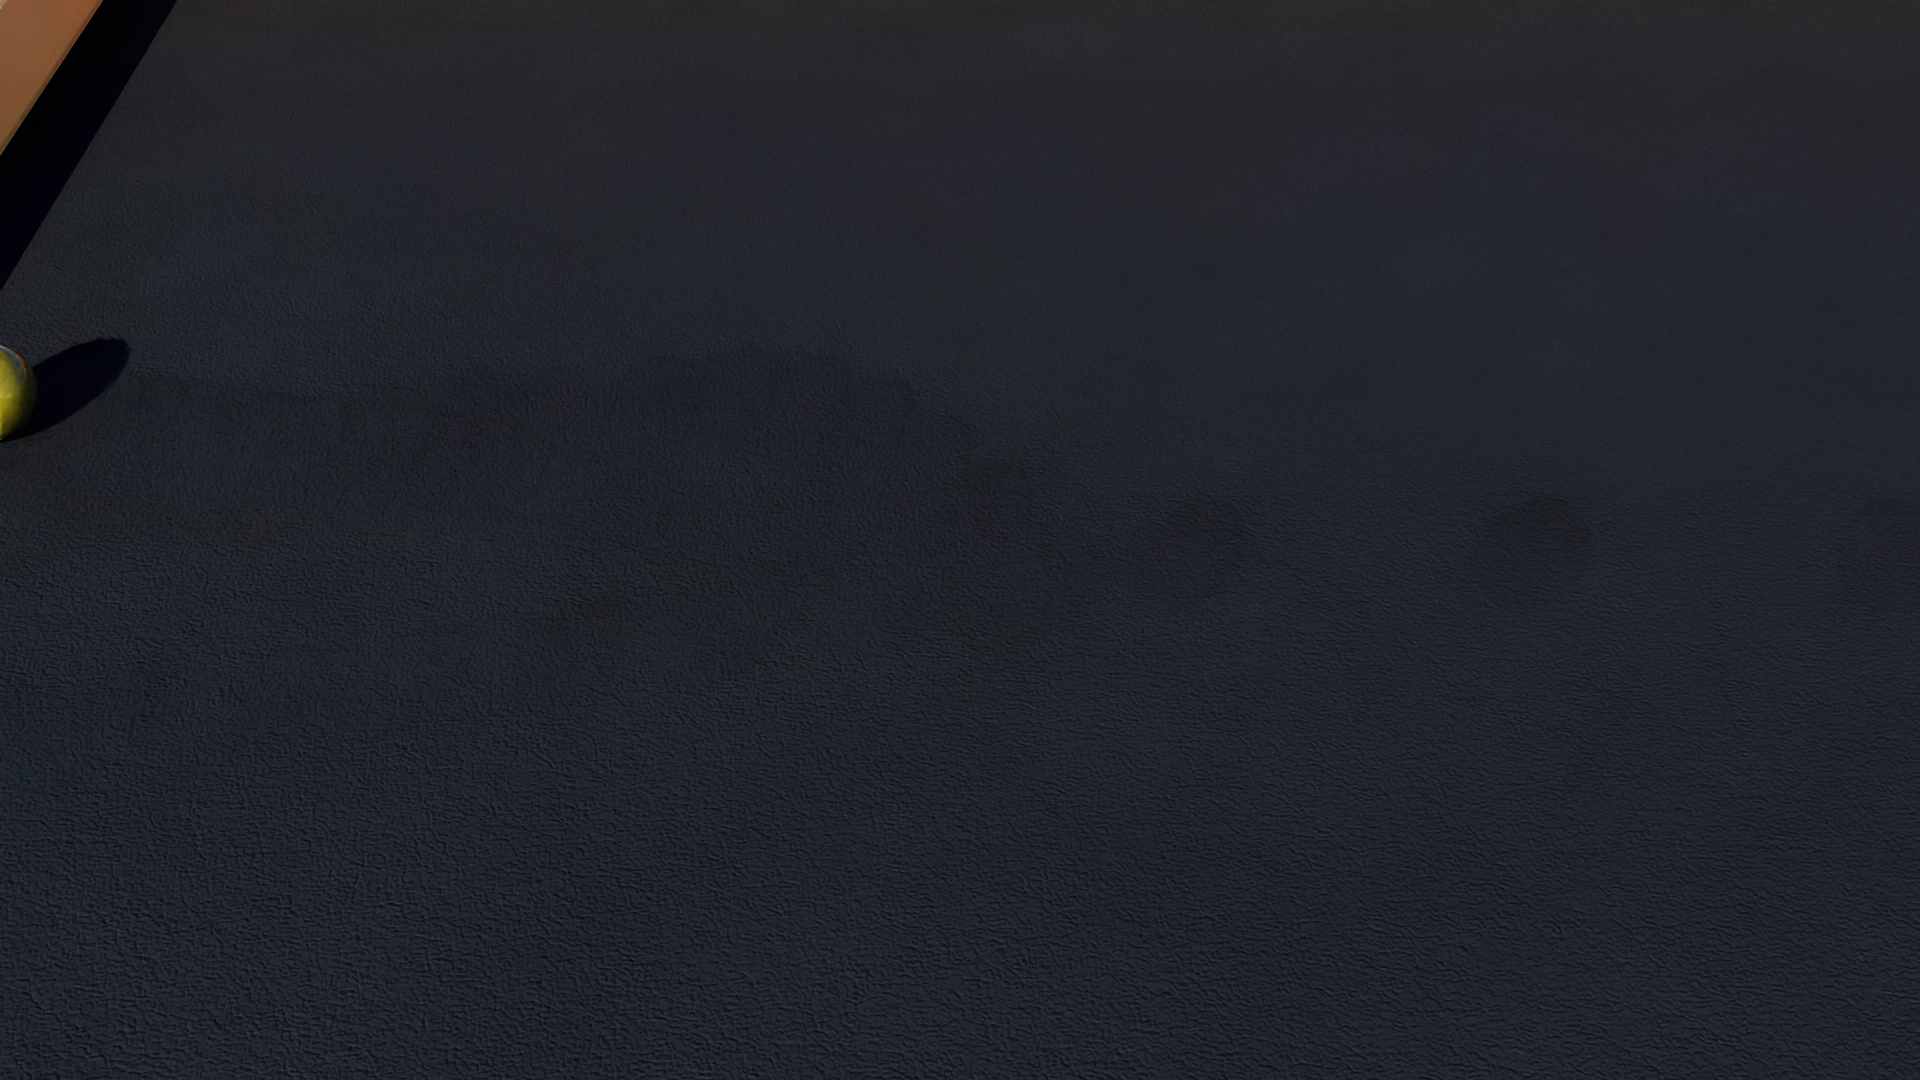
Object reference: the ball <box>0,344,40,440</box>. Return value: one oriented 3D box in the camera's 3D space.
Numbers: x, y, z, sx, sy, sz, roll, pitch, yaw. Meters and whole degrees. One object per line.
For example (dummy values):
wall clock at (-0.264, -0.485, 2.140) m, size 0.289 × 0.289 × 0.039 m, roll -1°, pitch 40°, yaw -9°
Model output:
ball at (-0.701, -0.107, 1.846) m, size 0.072 × 0.072 × 0.072 m, roll 0°, pitch 36°, yaw 0°

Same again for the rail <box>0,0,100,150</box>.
rail at (-0.819, -0.015, 1.699) m, size 0.045 × 0.094 × 2.023 m, roll 0°, pitch 36°, yaw 0°
